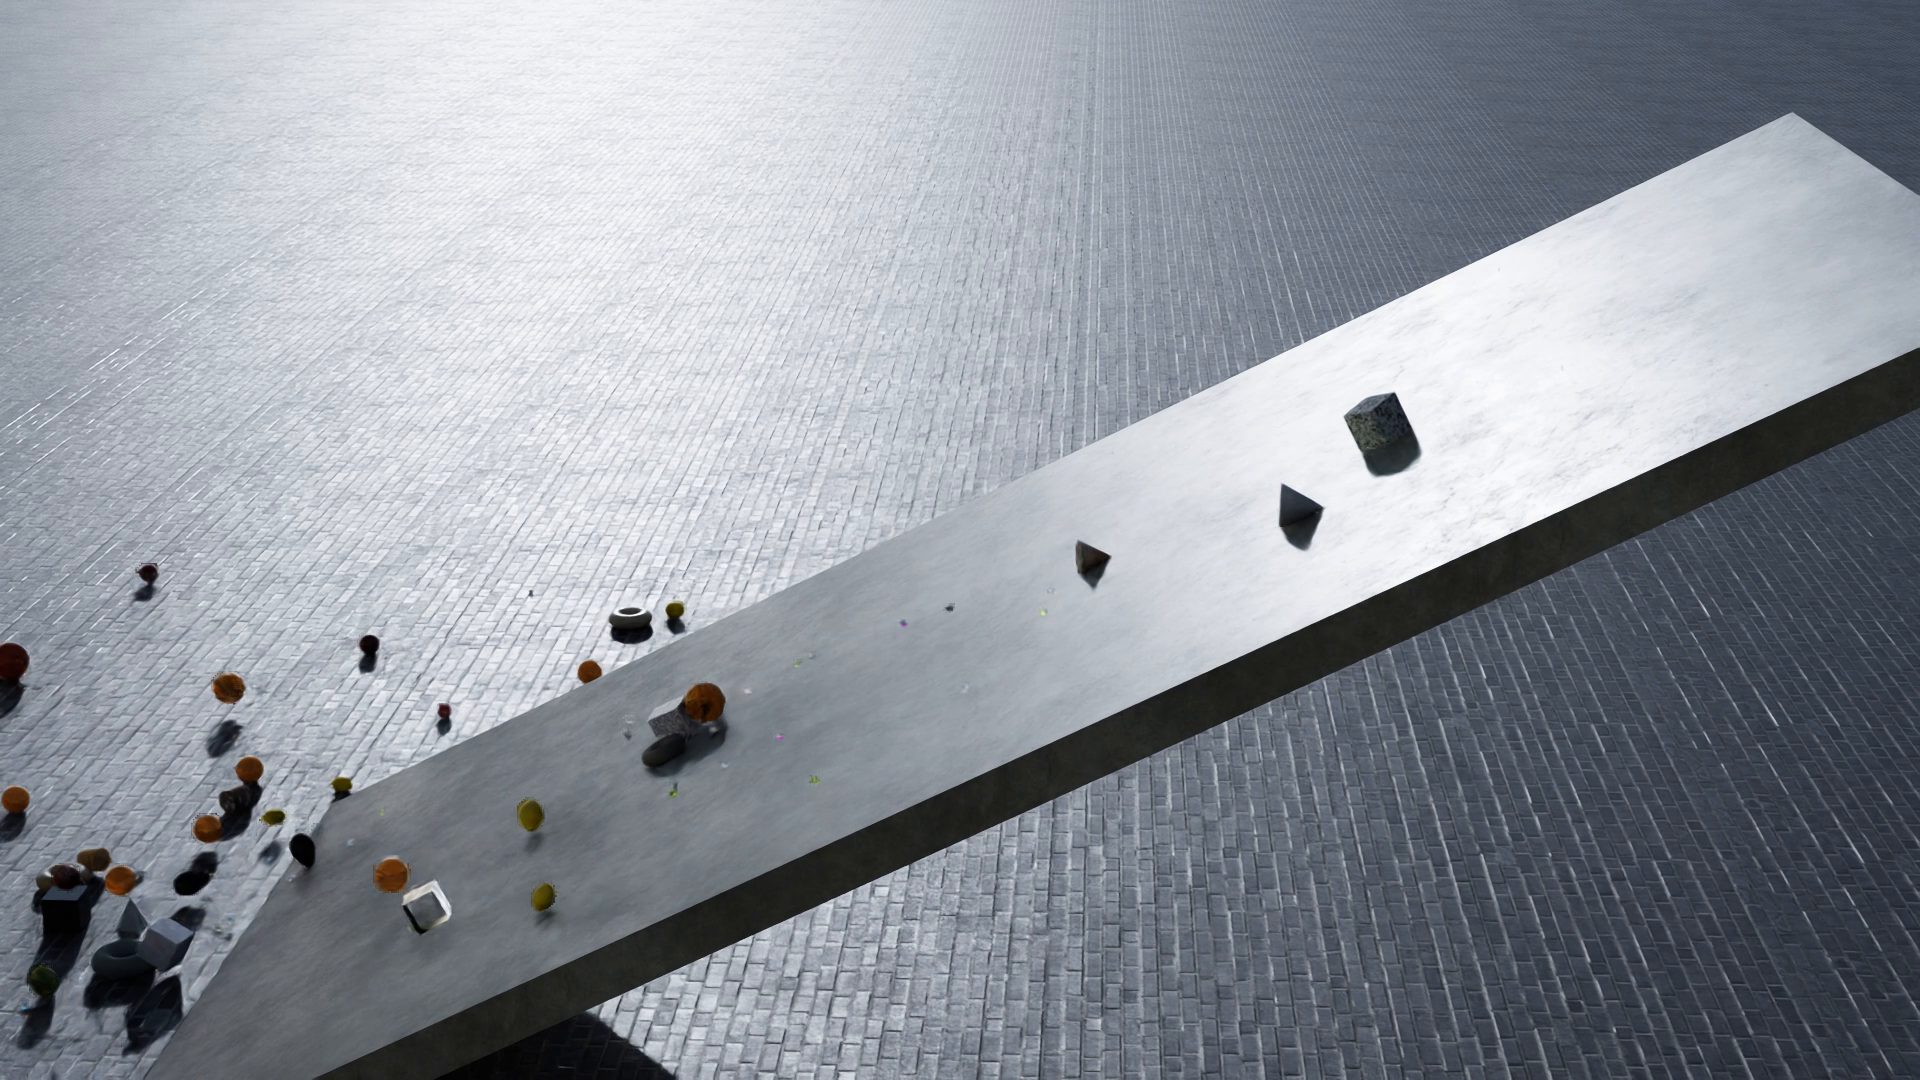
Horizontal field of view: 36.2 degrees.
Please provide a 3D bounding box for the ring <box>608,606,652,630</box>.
[{"bbox_3d":[-1.037,0.246,9.255,0.136,0.045,0.136,-1,16,0],"label":"ring"}]

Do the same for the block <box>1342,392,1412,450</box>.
[{"bbox_3d":[0.854,-0.243,6.021,0.083,0.083,0.083,-37,16,-33],"label":"block"}]

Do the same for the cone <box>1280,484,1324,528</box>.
[{"bbox_3d":[0.678,-0.066,5.802,0.089,0.089,0.089,3,17,10],"label":"cone"}]

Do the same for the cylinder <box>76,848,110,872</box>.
[{"bbox_3d":[-2.165,0.801,7.351,0.058,0.058,0.058,-8,11,28],"label":"cylinder"}]

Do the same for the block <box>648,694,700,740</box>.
[{"bbox_3d":[-0.633,0.404,6.521,0.077,0.077,0.077,-24,14,16],"label":"block"}]

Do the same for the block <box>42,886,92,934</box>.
[{"bbox_3d":[-2.139,0.885,7.042,0.086,0.086,0.086,0,17,1],"label":"block"}]

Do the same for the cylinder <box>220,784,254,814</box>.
[{"bbox_3d":[-1.910,0.683,7.760,0.062,0.062,0.062,12,20,34],"label":"cylinder"}]

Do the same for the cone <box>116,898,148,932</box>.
[{"bbox_3d":[-1.986,0.890,7.045,0.075,0.075,0.075,0,17,0],"label":"cone"}]

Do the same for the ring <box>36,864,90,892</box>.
[{"bbox_3d":[-2.219,0.837,7.278,0.130,0.043,0.130,-1,16,0],"label":"ring"}]

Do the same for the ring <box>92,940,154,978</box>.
[{"bbox_3d":[-1.936,0.972,6.818,0.149,0.050,0.149,0,18,0],"label":"ring"}]

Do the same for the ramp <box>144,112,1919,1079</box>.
[{"bbox_3d":[0.139,0.168,6.281,4.000,0.100,2.000,-25,14,10],"label":"ramp"}]

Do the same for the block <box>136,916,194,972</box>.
[{"bbox_3d":[-1.834,0.934,6.791,0.080,0.080,0.080,29,17,8],"label":"block"}]

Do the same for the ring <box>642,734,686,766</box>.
[{"bbox_3d":[-0.647,0.460,6.436,0.104,0.035,0.104,-27,13,7],"label":"ring"}]

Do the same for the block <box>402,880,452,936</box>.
[{"bbox_3d":[-1.110,0.764,6.125,0.072,0.072,0.072,-28,14,0],"label":"block"}]
